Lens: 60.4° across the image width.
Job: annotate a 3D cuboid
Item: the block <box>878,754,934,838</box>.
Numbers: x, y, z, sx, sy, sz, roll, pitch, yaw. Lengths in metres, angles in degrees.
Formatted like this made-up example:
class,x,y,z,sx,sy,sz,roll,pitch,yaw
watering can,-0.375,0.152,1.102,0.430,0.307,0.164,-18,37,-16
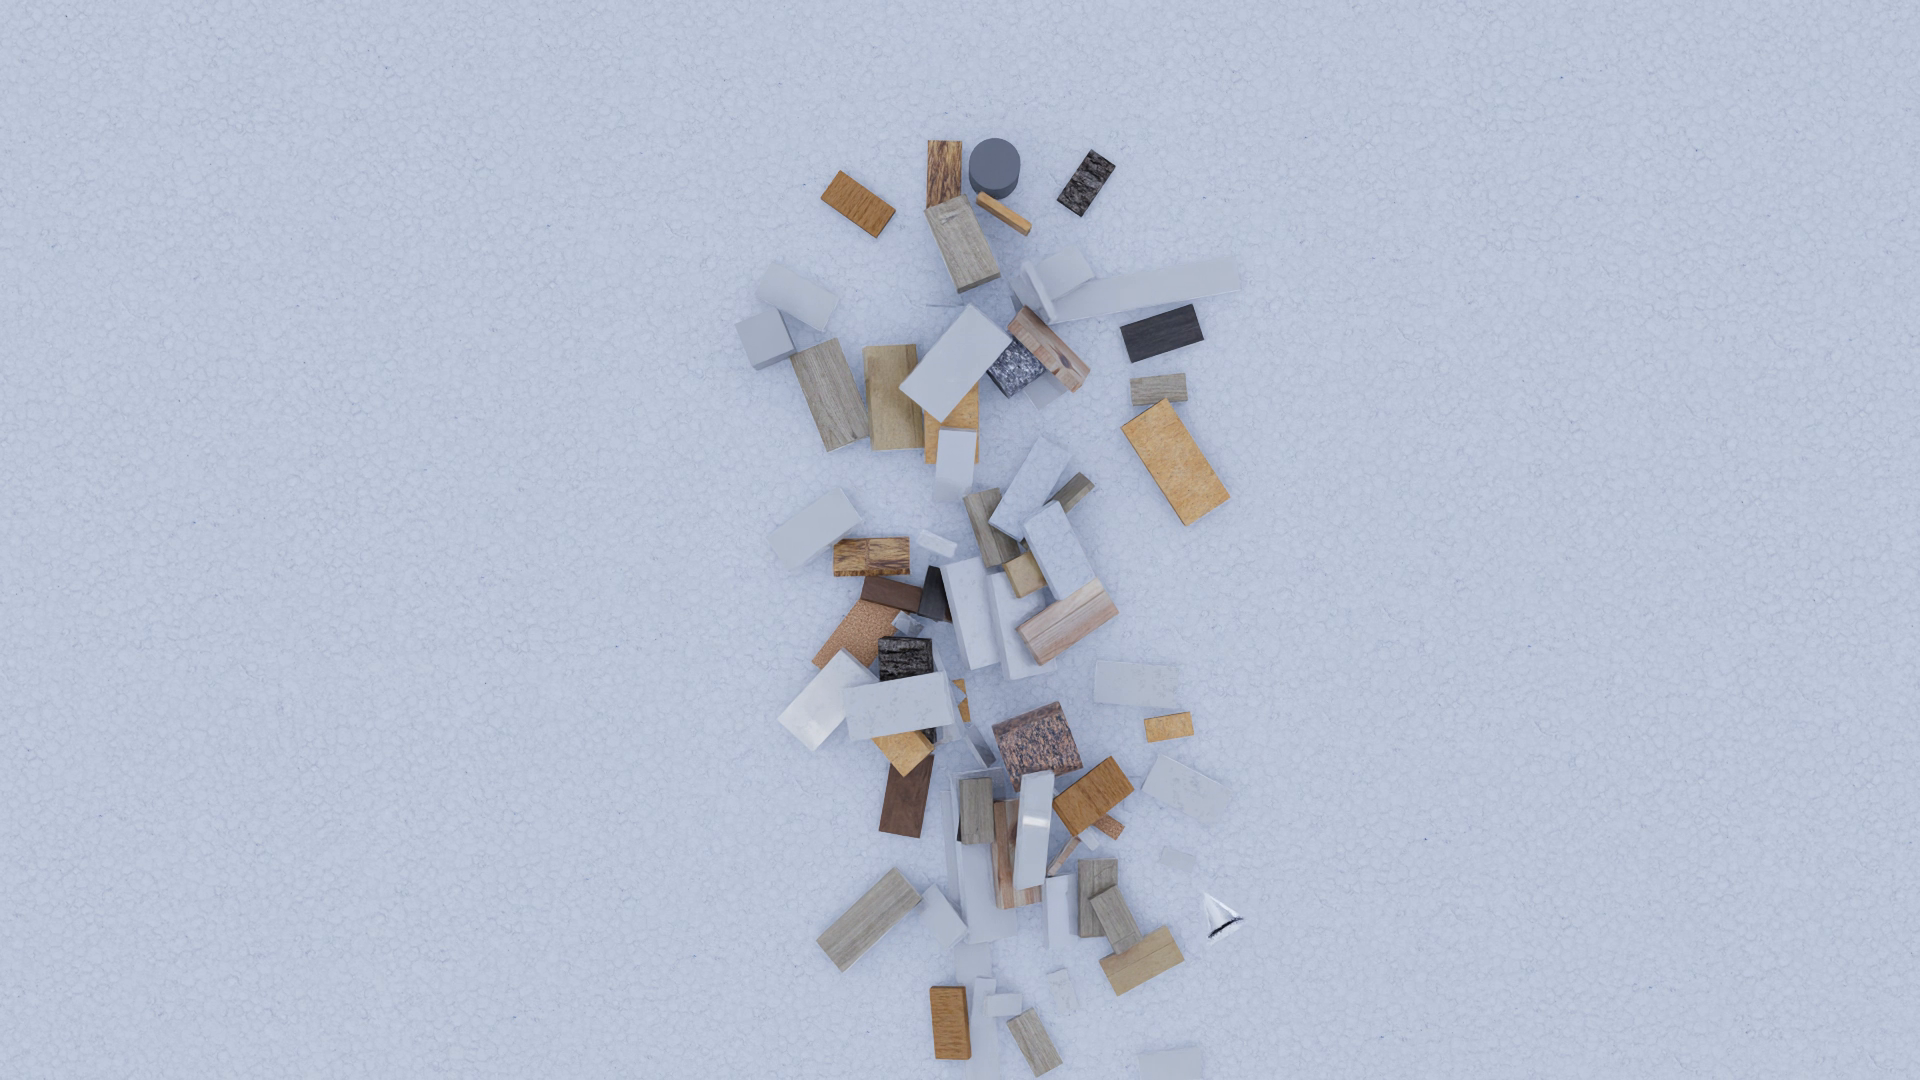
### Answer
class,x,y,z,sx,sy,sz,roll,pitch,yaw
block,-0.177,0.839,5.480,0.139,0.040,0.279,10,90,0

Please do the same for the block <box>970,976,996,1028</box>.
class,x,y,z,sx,sy,sz,roll,pitch,yaw
block,0.077,1.529,5.457,0.069,0.020,0.161,6,90,0

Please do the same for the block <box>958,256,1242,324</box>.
class,x,y,z,sx,sy,sz,roll,pitch,yaw
block,0.442,-0.802,5.484,0.979,0.032,0.113,-10,90,0

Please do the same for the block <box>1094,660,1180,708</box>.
class,x,y,z,sx,sy,sz,roll,pitch,yaw
block,0.585,0.480,5.481,0.272,0.039,0.136,5,90,0

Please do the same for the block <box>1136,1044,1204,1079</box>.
class,x,y,z,sx,sy,sz,roll,pitch,yaw
block,0.698,1.748,5.485,0.205,0.029,0.103,-8,90,0

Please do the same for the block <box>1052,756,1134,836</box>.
class,x,y,z,sx,sy,sz,roll,pitch,yaw
block,0.434,0.838,5.401,0.272,0.039,0.136,-32,84,-31

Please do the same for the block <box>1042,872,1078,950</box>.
class,x,y,z,sx,sy,sz,roll,pitch,yaw
block,0.330,1.226,5.455,0.117,0.033,0.234,-2,90,-31

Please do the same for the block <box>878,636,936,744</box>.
class,x,y,z,sx,sy,sz,roll,pitch,yaw
block,-0.173,0.494,5.416,0.174,0.049,0.347,1,99,25

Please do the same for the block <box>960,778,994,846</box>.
class,x,y,z,sx,sy,sz,roll,pitch,yaw
block,0.055,0.882,5.374,0.104,0.030,0.209,-2,89,-22

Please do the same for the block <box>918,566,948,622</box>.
class,x,y,z,sx,sy,sz,roll,pitch,yaw
block,-0.081,0.176,5.451,0.086,0.024,0.172,15,69,-7

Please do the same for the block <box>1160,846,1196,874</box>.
class,x,y,z,sx,sy,sz,roll,pitch,yaw
block,0.725,1.065,5.492,0.112,0.016,0.056,18,90,0

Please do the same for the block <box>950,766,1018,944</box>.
class,x,y,z,sx,sy,sz,roll,pitch,yaw
block,0.078,1.039,5.444,0.174,0.049,0.556,-5,90,-22

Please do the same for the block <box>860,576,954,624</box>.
class,x,y,z,sx,sy,sz,roll,pitch,yaw
block,-0.161,0.195,5.453,0.332,0.024,0.086,15,69,-7

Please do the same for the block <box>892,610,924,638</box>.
class,x,y,z,sx,sy,sz,roll,pitch,yaw
block,-0.173,0.282,5.459,0.111,0.016,0.055,38,90,-40

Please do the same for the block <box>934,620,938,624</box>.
class,x,y,z,sx,sy,sz,roll,pitch,yaw
block,-0.106,0.222,5.492,0.111,0.016,0.055,35,90,0

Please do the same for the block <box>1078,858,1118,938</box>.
class,x,y,z,sx,sy,sz,roll,pitch,yaw
block,0.456,1.184,5.468,0.127,0.036,0.255,0,90,-13

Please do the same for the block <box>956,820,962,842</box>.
class,x,y,z,sx,sy,sz,roll,pitch,yaw
block,0.038,0.908,5.394,0.077,0.022,0.160,10,84,-22

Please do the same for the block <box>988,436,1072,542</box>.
class,x,y,z,sx,sy,sz,roll,pitch,yaw
block,0.231,-0.169,5.443,0.126,0.036,0.340,31,76,0

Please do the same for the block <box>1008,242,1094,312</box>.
class,x,y,z,sx,sy,sz,roll,pitch,yaw
block,0.302,-0.861,5.451,0.254,0.036,0.127,-31,88,-1

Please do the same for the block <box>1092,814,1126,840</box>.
class,x,y,z,sx,sy,sz,roll,pitch,yaw
block,0.488,0.946,5.492,0.112,0.016,0.056,35,90,0

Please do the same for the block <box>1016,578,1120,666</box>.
class,x,y,z,sx,sy,sz,roll,pitch,yaw
block,0.354,0.265,5.431,0.323,0.042,0.147,-33,90,-18

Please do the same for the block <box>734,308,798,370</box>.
class,x,y,z,sx,sy,sz,roll,pitch,yaw
block,-0.636,-0.660,5.426,0.148,0.148,0.148,-23,90,0

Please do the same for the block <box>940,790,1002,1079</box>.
class,x,y,z,sx,sy,sz,roll,pitch,yaw
block,0.037,1.331,5.483,0.117,0.033,1.002,-5,90,0

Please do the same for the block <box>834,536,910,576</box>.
class,x,y,z,sx,sy,sz,roll,pitch,yaw
block,-0.292,0.055,5.451,0.251,0.036,0.126,-2,57,0

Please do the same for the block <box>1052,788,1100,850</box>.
class,x,y,z,sx,sy,sz,roll,pitch,yaw
block,0.360,0.906,5.436,0.036,0.127,0.255,-43,90,3

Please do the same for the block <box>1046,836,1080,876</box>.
class,x,y,z,sx,sy,sz,roll,pitch,yaw
block,0.345,1.039,5.461,0.022,0.077,0.155,38,90,0

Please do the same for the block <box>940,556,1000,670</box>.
class,x,y,z,sx,sy,sz,roll,pitch,yaw
block,0.061,0.236,5.433,0.176,0.050,0.352,-14,92,-25

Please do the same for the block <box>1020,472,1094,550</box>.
class,x,y,z,sx,sy,sz,roll,pitch,yaw
block,0.308,-0.096,5.454,0.309,0.092,0.026,-43,121,0

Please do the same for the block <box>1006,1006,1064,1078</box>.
class,x,y,z,sx,sy,sz,roll,pitch,yaw
block,0.248,1.670,5.485,0.103,0.029,0.205,-29,90,0

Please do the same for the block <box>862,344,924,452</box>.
class,x,y,z,sx,sy,sz,roll,pitch,yaw
block,-0.220,-0.470,5.449,0.171,0.049,0.343,-5,90,-19

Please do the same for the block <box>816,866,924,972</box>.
class,x,y,z,sx,sy,sz,roll,pitch,yaw
block,-0.300,1.258,5.464,0.356,0.040,0.140,-43,76,0

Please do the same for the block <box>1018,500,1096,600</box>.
class,x,y,z,sx,sy,sz,roll,pitch,yaw
block,0.317,0.034,5.395,0.147,0.042,0.294,-33,108,-19

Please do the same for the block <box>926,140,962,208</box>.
class,x,y,z,sx,sy,sz,roll,pitch,yaw
block,-0.052,-1.211,5.484,0.113,0.032,0.226,1,90,0

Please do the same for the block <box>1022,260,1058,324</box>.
class,x,y,z,sx,sy,sz,roll,pitch,yaw
block,0.260,-0.809,5.381,0.028,0.100,0.201,-26,88,-2

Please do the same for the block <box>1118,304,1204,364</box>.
class,x,y,z,sx,sy,sz,roll,pitch,yaw
block,0.669,-0.684,5.482,0.254,0.036,0.127,-18,90,0

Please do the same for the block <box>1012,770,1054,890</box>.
class,x,y,z,sx,sy,sz,roll,pitch,yaw
block,0.237,0.938,5.331,0.104,0.030,0.414,-8,114,-26

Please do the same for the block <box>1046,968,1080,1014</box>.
class,x,y,z,sx,sy,sz,roll,pitch,yaw
block,0.342,1.501,5.490,0.069,0.020,0.138,-20,90,0

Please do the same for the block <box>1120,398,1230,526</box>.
class,x,y,z,sx,sy,sz,roll,pitch,yaw
block,0.713,-0.257,5.462,0.176,0.050,0.393,-33,93,2

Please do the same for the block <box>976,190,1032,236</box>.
class,x,y,z,sx,sy,sz,roll,pitch,yaw
block,0.146,-1.078,5.450,0.201,0.100,0.028,33,90,0

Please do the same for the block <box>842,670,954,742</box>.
class,x,y,z,sx,sy,sz,roll,pitch,yaw
block,-0.201,0.537,5.343,0.343,0.049,0.171,-11,87,12
